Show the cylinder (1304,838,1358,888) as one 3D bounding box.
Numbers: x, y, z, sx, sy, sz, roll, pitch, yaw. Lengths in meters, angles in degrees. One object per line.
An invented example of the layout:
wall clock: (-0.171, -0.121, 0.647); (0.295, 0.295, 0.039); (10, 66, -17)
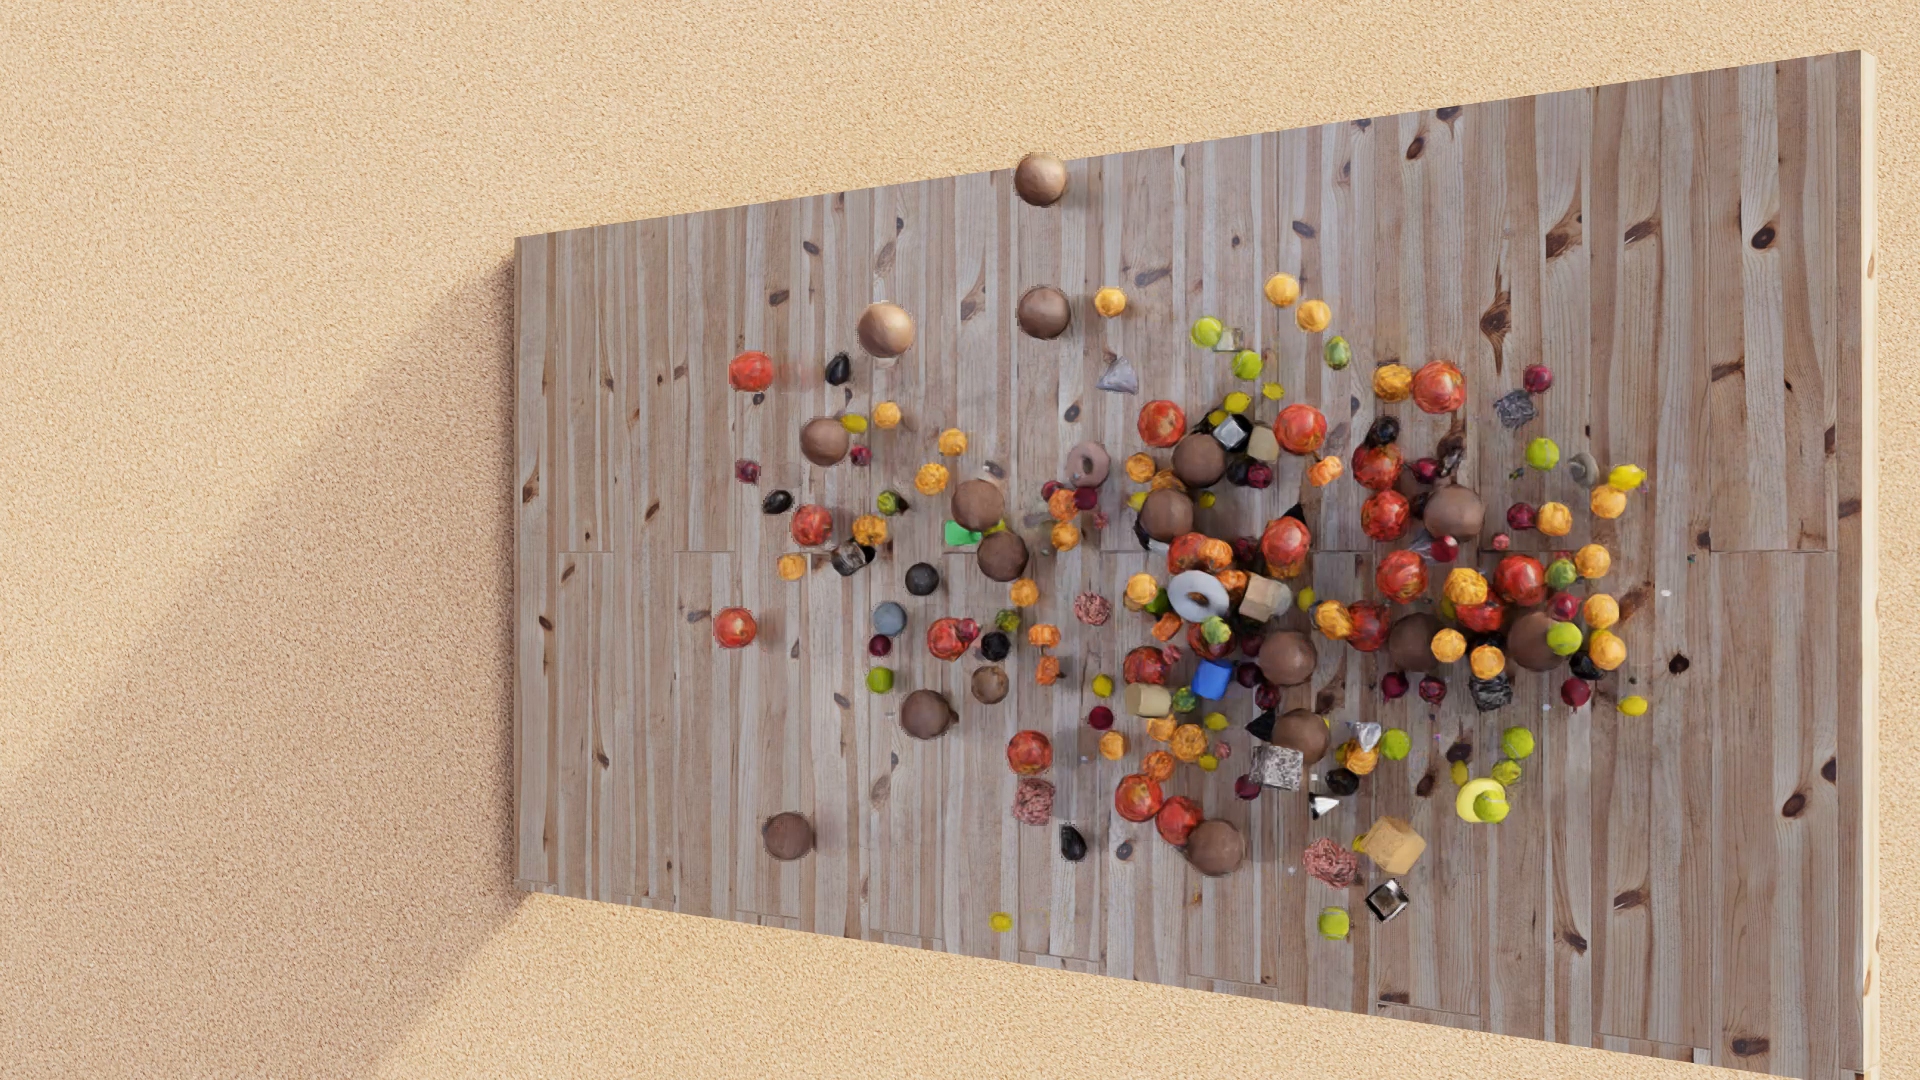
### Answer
cylinder: (0.823, 0.718, 4.889); (0.086, 0.086, 0.086); (35, 90, -39)

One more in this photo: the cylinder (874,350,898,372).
cylinder: (-0.193, -0.471, 5.767); (0.053, 0.053, 0.053); (9, 97, 0)

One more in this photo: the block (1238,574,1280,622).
block: (0.669, 0.130, 4.917); (0.067, 0.067, 0.067); (20, 55, 4)

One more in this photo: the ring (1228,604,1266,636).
ring: (0.649, 0.178, 4.969); (0.083, 0.028, 0.083); (-4, 67, 9)

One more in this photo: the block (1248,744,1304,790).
block: (0.675, 0.487, 4.701); (0.082, 0.082, 0.082); (13, 81, -13)

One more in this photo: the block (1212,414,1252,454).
block: (0.636, -0.245, 5.085); (0.063, 0.063, 0.063); (-46, 63, 28)

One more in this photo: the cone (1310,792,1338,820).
cone: (0.824, 0.594, 4.950); (0.065, 0.065, 0.065); (-11, 90, 12)

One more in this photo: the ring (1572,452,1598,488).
ring: (1.295, -0.144, 4.558); (0.025, 0.075, 0.075); (-12, 90, -19)

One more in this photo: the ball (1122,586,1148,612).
ball: (0.419, 0.142, 5.262); (0.060, 0.060, 0.060); (0, 90, 0)

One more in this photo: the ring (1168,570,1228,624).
ring: (0.537, 0.128, 4.956); (0.144, 0.144, 0.048); (31, 48, 0)

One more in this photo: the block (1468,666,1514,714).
block: (1.124, 0.317, 4.659); (0.068, 0.068, 0.068); (-17, 67, 0)

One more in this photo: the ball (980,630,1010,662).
ball: (0.089, 0.266, 5.508); (0.077, 0.077, 0.077); (0, 90, 0)

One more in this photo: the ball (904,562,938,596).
ball: (-0.099, 0.102, 5.665); (0.087, 0.087, 0.087); (0, 90, 0)

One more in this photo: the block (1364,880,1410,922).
block: (0.915, 0.774, 4.715); (0.058, 0.058, 0.058); (-48, 66, 20)

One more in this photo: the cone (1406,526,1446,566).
cone: (0.991, 0.020, 4.768); (0.090, 0.090, 0.090); (-11, 90, -41)

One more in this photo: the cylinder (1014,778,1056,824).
cylinder: (0.183, 0.644, 5.431); (0.085, 0.085, 0.085); (15, 104, 0)

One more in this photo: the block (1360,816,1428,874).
block: (0.940, 0.661, 4.769); (0.085, 0.085, 0.085); (-57, 46, 15)

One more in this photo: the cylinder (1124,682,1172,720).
cylinder: (0.434, 0.372, 5.091); (0.080, 0.080, 0.080); (8, 90, -25)

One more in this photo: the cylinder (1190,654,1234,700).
cylinder: (0.586, 0.318, 5.112); (0.080, 0.080, 0.080); (19, 104, 0)

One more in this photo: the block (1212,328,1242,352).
block: (0.620, -0.465, 5.107); (0.052, 0.052, 0.052); (1, 90, 39)

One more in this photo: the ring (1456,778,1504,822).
ring: (1.103, 0.551, 4.659); (0.110, 0.037, 0.110); (-8, 121, -13)

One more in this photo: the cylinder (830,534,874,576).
cylinder: (-0.284, 0.042, 5.813); (0.084, 0.084, 0.084); (-33, 90, 36)

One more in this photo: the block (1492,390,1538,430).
block: (1.176, -0.275, 4.652); (0.058, 0.058, 0.058); (-38, 67, 33)

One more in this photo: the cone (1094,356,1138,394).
cone: (0.344, -0.365, 5.057); (0.092, 0.092, 0.092); (-22, 90, -17)

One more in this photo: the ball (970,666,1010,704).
ball: (0.072, 0.352, 5.343); (0.096, 0.096, 0.096); (0, 90, 0)

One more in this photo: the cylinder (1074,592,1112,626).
cylinder: (0.317, 0.165, 5.241); (0.072, 0.072, 0.072); (-4, 79, 21)

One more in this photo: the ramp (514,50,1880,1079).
ramp: (0.215, 0.062, 5.531); (4.000, 0.100, 2.000); (0, 90, 39)

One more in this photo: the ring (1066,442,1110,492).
ring: (0.312, -0.180, 5.364); (0.122, 0.041, 0.122); (1, 92, 39)

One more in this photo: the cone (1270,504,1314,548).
cone: (0.767, -0.017, 4.970); (0.093, 0.093, 0.093); (-41, 73, 0)

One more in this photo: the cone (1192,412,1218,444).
cone: (0.580, -0.272, 5.152); (0.070, 0.070, 0.070); (10, 63, 0)

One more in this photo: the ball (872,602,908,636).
ball: (-0.184, 0.206, 5.730); (0.091, 0.091, 0.091); (0, 90, 0)

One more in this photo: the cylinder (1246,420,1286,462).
cylinder: (0.698, -0.226, 5.025); (0.074, 0.074, 0.074); (12, 105, 0)

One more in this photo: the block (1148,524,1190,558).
block: (0.493, 0.001, 5.202); (0.061, 0.061, 0.061); (32, 109, 35)

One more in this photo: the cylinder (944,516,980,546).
cylinder: (0.006, -0.021, 5.394); (0.066, 0.066, 0.066); (-9, 90, 27)

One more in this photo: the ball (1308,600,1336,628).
ball: (0.814, 0.166, 4.940); (0.062, 0.062, 0.062); (0, 90, 0)

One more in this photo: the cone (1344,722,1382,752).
cone: (0.844, 0.402, 4.659); (0.071, 0.071, 0.071); (27, 90, 38)

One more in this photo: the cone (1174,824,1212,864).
cone: (0.525, 0.717, 5.151); (0.092, 0.092, 0.092); (0, 90, 39)

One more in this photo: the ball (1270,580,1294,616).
ball: (0.718, 0.132, 5.005); (0.081, 0.081, 0.081); (0, 90, 0)

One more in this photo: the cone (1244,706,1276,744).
cone: (0.706, 0.414, 5.042); (0.078, 0.078, 0.078); (30, 79, 0)
